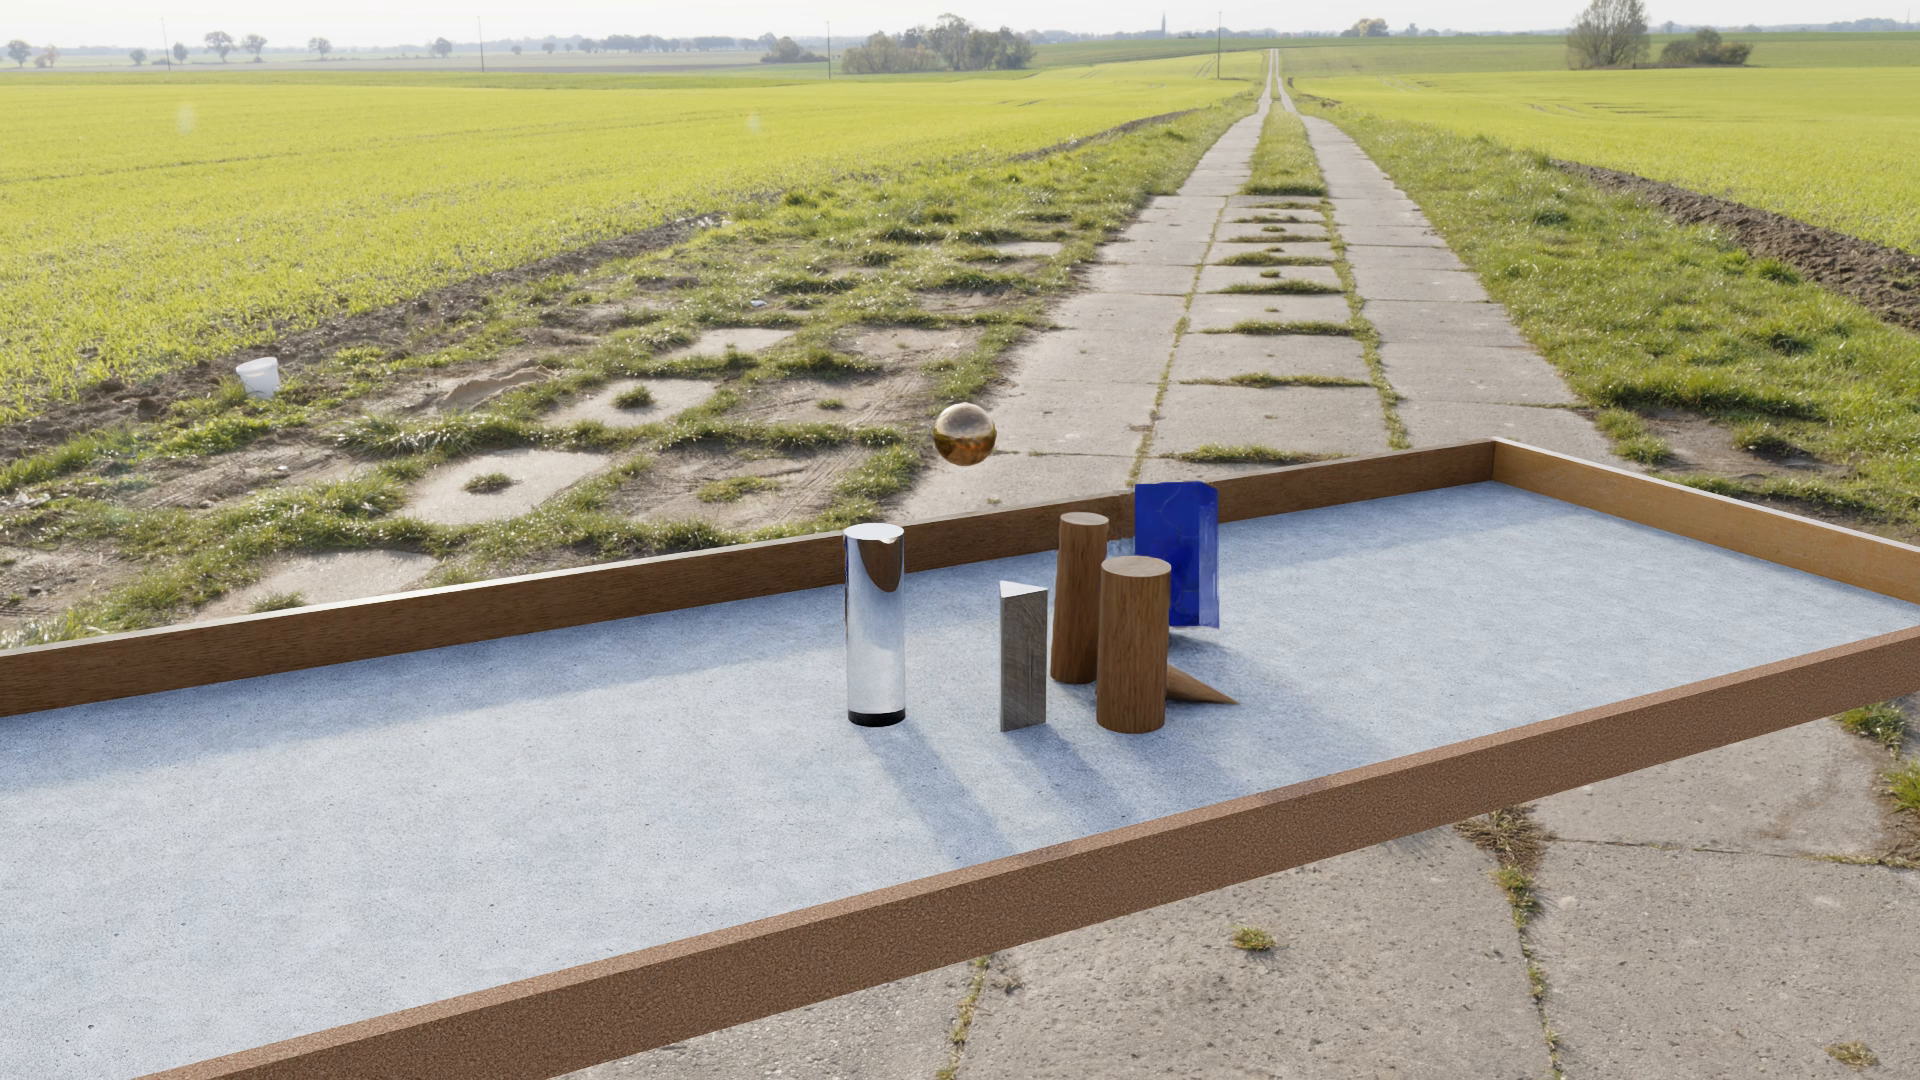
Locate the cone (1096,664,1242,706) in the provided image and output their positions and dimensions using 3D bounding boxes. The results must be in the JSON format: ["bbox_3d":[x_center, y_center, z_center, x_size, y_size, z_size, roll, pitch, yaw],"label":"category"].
[{"bbox_3d":[0.520,0.352,4.022,0.349,0.154,0.154,16,19,10],"label":"cone"}]

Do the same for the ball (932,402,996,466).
[{"bbox_3d":[0.016,-0.347,5.437,0.210,0.210,0.210,0,16,0],"label":"ball"}]

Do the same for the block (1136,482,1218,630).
[{"bbox_3d":[0.582,0.045,4.424,0.174,0.379,0.174,-2,-7,25],"label":"block"}]

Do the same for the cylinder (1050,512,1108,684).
[{"bbox_3d":[0.297,0.145,4.119,0.120,0.413,0.120,3,16,-1],"label":"cylinder"}]

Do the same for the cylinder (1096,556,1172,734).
[{"bbox_3d":[0.404,0.243,3.846,0.162,0.383,0.162,0,17,0],"label":"cylinder"}]

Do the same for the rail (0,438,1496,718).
[{"bbox_3d":[-3.305,0.497,3.399,12.000,0.150,0.050,-9,18,-27],"label":"rail"}]

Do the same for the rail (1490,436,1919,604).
[{"bbox_3d":[2.466,-0.048,5.253,0.050,0.150,2.100,-9,18,-27],"label":"rail"}]

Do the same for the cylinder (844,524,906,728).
[{"bbox_3d":[-0.199,0.199,3.865,0.138,0.458,0.138,0,16,0],"label":"cylinder"}]

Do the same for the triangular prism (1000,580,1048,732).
[{"bbox_3d":[0.123,0.267,3.861,0.123,0.330,0.106,-10,19,-29],"label":"triangular prism"}]

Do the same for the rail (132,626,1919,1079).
[{"bbox_3d":[-2.336,1.006,1.665,12.000,0.150,0.050,-9,18,-27],"label":"rail"}]
